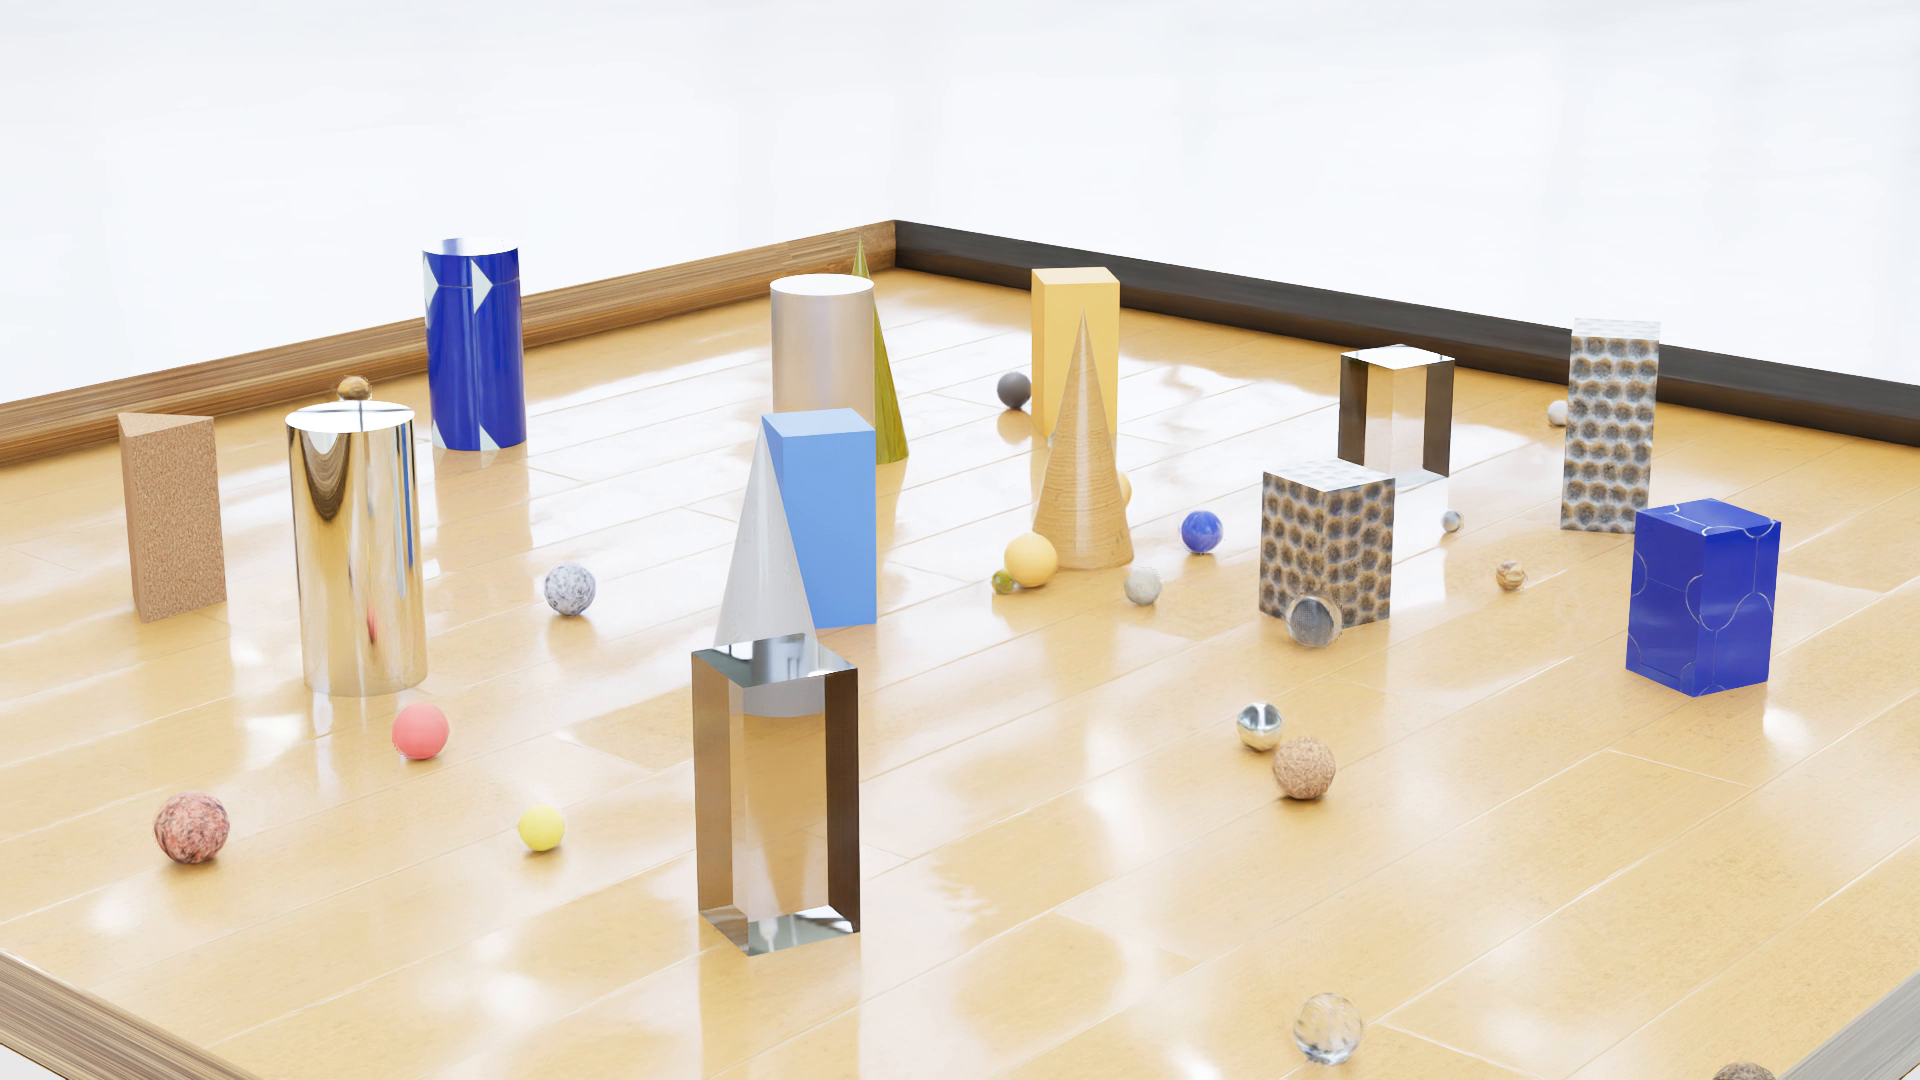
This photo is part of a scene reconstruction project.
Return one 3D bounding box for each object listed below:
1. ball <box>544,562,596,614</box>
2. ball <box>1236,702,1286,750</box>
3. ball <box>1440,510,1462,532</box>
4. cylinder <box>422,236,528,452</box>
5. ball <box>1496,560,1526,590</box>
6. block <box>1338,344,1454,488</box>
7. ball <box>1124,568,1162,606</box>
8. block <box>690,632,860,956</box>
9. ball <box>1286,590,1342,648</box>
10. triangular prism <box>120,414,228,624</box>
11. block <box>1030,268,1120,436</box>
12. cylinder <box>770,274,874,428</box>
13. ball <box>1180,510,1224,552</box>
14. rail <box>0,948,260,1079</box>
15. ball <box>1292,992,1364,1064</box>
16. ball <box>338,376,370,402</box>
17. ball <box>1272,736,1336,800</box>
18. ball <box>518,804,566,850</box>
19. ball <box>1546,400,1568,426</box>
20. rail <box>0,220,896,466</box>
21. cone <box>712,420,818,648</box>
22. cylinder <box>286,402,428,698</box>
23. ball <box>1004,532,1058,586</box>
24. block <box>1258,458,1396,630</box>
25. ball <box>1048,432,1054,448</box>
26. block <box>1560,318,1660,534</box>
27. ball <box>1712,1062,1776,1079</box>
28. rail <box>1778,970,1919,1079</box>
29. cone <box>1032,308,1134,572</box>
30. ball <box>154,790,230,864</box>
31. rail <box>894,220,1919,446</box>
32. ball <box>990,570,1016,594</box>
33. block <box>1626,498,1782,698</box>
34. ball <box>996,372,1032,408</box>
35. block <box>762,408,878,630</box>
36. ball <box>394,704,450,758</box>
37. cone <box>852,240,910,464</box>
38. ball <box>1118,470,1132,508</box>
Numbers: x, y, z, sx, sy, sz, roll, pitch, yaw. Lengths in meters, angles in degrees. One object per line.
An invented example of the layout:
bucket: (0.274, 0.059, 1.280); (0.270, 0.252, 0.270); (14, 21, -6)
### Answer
ball: (-0.668, 0.083, 5.023); (0.090, 0.090, 0.090); (0, 17, 0)
ball: (0.451, 0.279, 4.400); (0.073, 0.073, 0.073); (0, 17, 0)
ball: (0.921, -0.035, 5.497); (0.041, 0.041, 0.041); (0, 17, 0)
cylinder: (-1.009, -0.409, 6.099); (0.198, 0.411, 0.198); (0, 17, 0)
ball: (0.968, 0.062, 5.157); (0.051, 0.051, 0.051); (0, 17, 0)
block: (0.869, -0.248, 5.853); (0.158, 0.244, 0.158); (-11, 20, -32)
ball: (0.316, 0.081, 5.075); (0.063, 0.063, 0.063); (0, 17, 0)
block: (-0.235, 0.323, 3.756); (0.158, 0.360, 0.158); (-9, 19, -27)
ball: (0.585, 0.131, 4.856); (0.094, 0.094, 0.094); (0, 17, 0)
triangular prism: (-1.388, -0.048, 5.044); (0.149, 0.328, 0.172); (14, 22, 38)
block: (0.243, -0.400, 6.216); (0.158, 0.326, 0.158); (-2, 17, -8)
cylinder: (-0.265, -0.289, 5.686); (0.198, 0.420, 0.198); (0, 17, 0)
ball: (0.444, -0.016, 5.370); (0.079, 0.079, 0.079); (0, 17, 0)
rail: (-1.335, 0.476, 3.648); (4.043, 0.129, 0.045); (14, 22, 39)
ball: (0.429, 0.570, 3.419); (0.083, 0.083, 0.083); (0, 17, 0)
ball: (-1.324, -0.324, 6.407); (0.069, 0.069, 0.069); (0, 17, 0)
ball: (0.494, 0.327, 4.211); (0.090, 0.090, 0.090); (0, 17, 0)
ball: (-0.575, 0.395, 4.032); (0.064, 0.064, 0.064); (0, 17, 0)
ball: (1.280, -0.271, 6.260); (0.054, 0.054, 0.054); (0, 17, 0)
rail: (-1.509, -0.346, 6.374); (0.045, 0.129, 4.120); (14, 22, 39)
cone: (-0.309, 0.021, 4.626); (0.198, 0.438, 0.198); (0, 17, 0)
cylinder: (-0.956, 0.013, 4.662); (0.198, 0.432, 0.198); (0, 17, 0)
ball: (0.124, 0.035, 5.172); (0.095, 0.095, 0.095); (0, 17, 0)
block: (0.624, 0.008, 4.995); (0.158, 0.250, 0.158); (-11, 20, -32)
ball: (0.206, -0.201, 6.032); (0.051, 0.051, 0.051); (0, 17, 0)
block: (1.224, -0.215, 5.520); (0.158, 0.374, 0.158); (4, 17, 13)
ball: (0.871, 0.620, 3.254); (0.082, 0.082, 0.082); (0, 17, 0)
rail: (1.509, 0.410, 3.866); (0.045, 0.129, 4.120); (14, 22, 39)
cone: (0.220, -0.194, 5.291); (0.198, 0.466, 0.198); (0, 17, 0)
ball: (-1.044, 0.390, 3.987); (0.099, 0.099, 0.099); (0, 17, 0)
rail: (1.335, -0.411, 6.592); (4.043, 0.129, 0.045); (14, 22, 39)
ball: (0.075, 0.073, 5.134); (0.043, 0.043, 0.043); (0, 17, 0)
block: (1.188, 0.090, 4.692); (0.158, 0.267, 0.158); (-9, 19, -28)
ball: (0.119, -0.328, 6.405); (0.080, 0.080, 0.080); (0, 17, 0)
block: (-0.239, -0.036, 4.984); (0.158, 0.339, 0.158); (-5, 17, -16)
ball: (-0.802, 0.284, 4.367); (0.082, 0.082, 0.082); (0, 17, 0)
cone: (-0.202, -0.396, 5.984); (0.198, 0.453, 0.198); (0, 17, 0)
ball: (0.282, -0.091, 5.597); (0.092, 0.092, 0.092); (0, 17, 0)
